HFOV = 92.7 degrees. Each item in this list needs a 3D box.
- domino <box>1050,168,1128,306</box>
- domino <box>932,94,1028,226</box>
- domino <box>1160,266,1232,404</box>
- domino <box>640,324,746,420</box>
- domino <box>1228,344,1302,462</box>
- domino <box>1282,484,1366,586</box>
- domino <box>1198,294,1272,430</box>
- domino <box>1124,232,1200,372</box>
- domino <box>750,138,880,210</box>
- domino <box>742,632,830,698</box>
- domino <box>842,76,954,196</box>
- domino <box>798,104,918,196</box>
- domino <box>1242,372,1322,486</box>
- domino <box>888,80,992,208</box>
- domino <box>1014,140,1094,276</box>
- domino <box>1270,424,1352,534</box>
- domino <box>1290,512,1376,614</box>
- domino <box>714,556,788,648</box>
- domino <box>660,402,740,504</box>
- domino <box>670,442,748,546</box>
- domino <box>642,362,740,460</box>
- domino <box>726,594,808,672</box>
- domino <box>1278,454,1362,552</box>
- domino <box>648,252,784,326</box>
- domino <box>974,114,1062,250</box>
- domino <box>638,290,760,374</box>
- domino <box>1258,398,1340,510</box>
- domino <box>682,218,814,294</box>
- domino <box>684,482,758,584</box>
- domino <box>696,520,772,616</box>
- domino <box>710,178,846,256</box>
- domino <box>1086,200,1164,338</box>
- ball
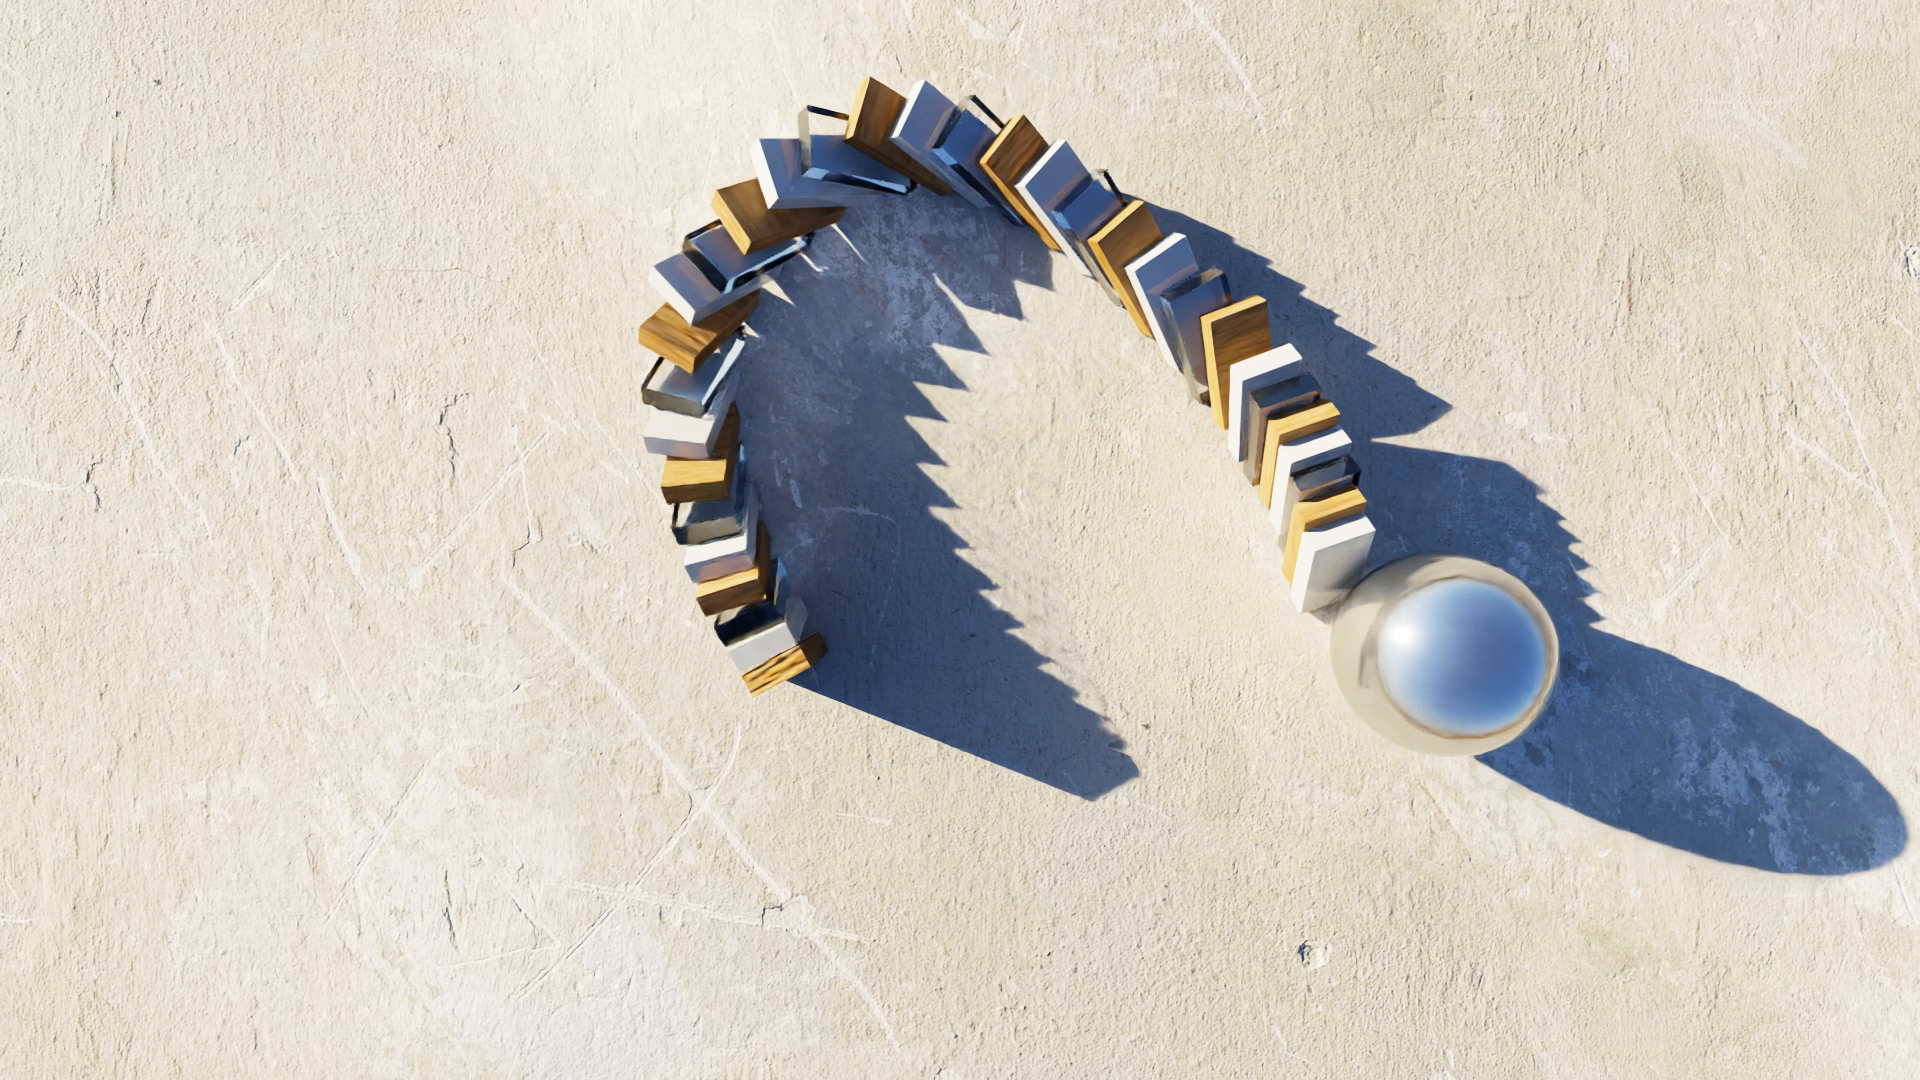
[{"bbox_3d":[0.062,-0.126,0.383,0.025,0.009,0.050,-44,122,0],"label":"domino"},{"bbox_3d":[0.015,-0.157,0.382,0.050,0.010,0.025,31,89,-33],"label":"domino"},{"bbox_3d":[0.103,-0.085,0.382,0.025,0.010,0.050,-29,123,0],"label":"domino"},{"bbox_3d":[-0.110,-0.074,0.381,0.025,0.010,0.050,15,52,0],"label":"domino"},{"bbox_3d":[0.125,-0.055,0.377,0.025,0.050,0.010,-20,53,0],"label":"domino"},{"bbox_3d":[0.149,-0.001,0.377,0.025,0.050,0.010,-19,54,0],"label":"domino"},{"bbox_3d":[0.116,-0.073,0.382,0.025,0.010,0.050,-22,123,-5],"label":"domino"},{"bbox_3d":[0.090,-0.099,0.383,0.025,0.010,0.050,-35,121,0],"label":"domino"},{"bbox_3d":[-0.059,-0.153,0.381,0.050,0.010,0.025,-18,90,-36],"label":"domino"},{"bbox_3d":[-0.070,0.050,0.375,0.025,0.050,0.009,-28,90,0],"label":"domino"},{"bbox_3d":[-0.022,-0.167,0.382,0.050,0.009,0.025,17,89,-34],"label":"domino"},{"bbox_3d":[-0.042,-0.161,0.382,0.050,0.010,0.025,-4,90,-36],"label":"domino"},{"bbox_3d":[0.132,-0.044,0.377,0.025,0.050,0.009,-19,54,0],"label":"domino"},{"bbox_3d":[-0.003,-0.164,0.382,0.050,0.009,0.025,26,89,-33],"label":"domino"},{"bbox_3d":[0.048,-0.138,0.383,0.025,0.009,0.050,-48,123,0],"label":"domino"},{"bbox_3d":[0.143,-0.024,0.377,0.025,0.050,0.010,-19,54,0],"label":"domino"},{"bbox_3d":[0.152,0.010,0.377,0.025,0.050,0.009,-19,54,0],"label":"domino"},{"bbox_3d":[-0.085,0.024,0.375,0.025,0.050,0.010,-23,111,0],"label":"domino"},{"bbox_3d":[-0.107,-0.037,0.379,0.025,0.009,0.050,-6,47,0],"label":"domino"},{"bbox_3d":[-0.103,-0.020,0.378,0.025,0.050,0.009,-10,132,0],"label":"domino"},{"bbox_3d":[-0.111,-0.055,0.380,0.025,0.009,0.050,7,50,0],"label":"domino"},{"bbox_3d":[-0.078,0.037,0.375,0.025,0.050,0.009,-25,101,0],"label":"domino"},{"bbox_3d":[0.147,-0.012,0.377,0.025,0.050,0.009,-19,54,0],"label":"domino"},{"bbox_3d":[-0.101,-0.112,0.382,0.025,0.010,0.050,46,55,1],"label":"domino"},{"bbox_3d":[0.032,-0.149,0.382,0.050,0.010,0.025,38,90,-33],"label":"domino"},{"bbox_3d":[-0.108,-0.093,0.381,0.025,0.010,0.050,30,53,0],"label":"domino"},{"bbox_3d":[0.138,-0.034,0.377,0.025,0.050,0.010,-19,54,0],"label":"domino"},{"bbox_3d":[-0.088,-0.124,0.382,0.025,0.009,0.050,47,56,0],"label":"domino"},{"bbox_3d":[-0.098,-0.004,0.377,0.025,0.050,0.009,-15,126,0],"label":"domino"},{"bbox_3d":[-0.092,0.011,0.376,0.025,0.050,0.009,-17,119,0],"label":"domino"},{"bbox_3d":[-0.075,-0.139,0.382,0.050,0.009,0.025,-34,90,-34],"label":"domino"},{"bbox_3d":[0.076,-0.113,0.383,0.025,0.010,0.050,-41,122,0],"label":"domino"},{"bbox_3d":[0.188,0.044,0.360,0.080,0.080,0.080,0,90,0],"label":"ball"}]
